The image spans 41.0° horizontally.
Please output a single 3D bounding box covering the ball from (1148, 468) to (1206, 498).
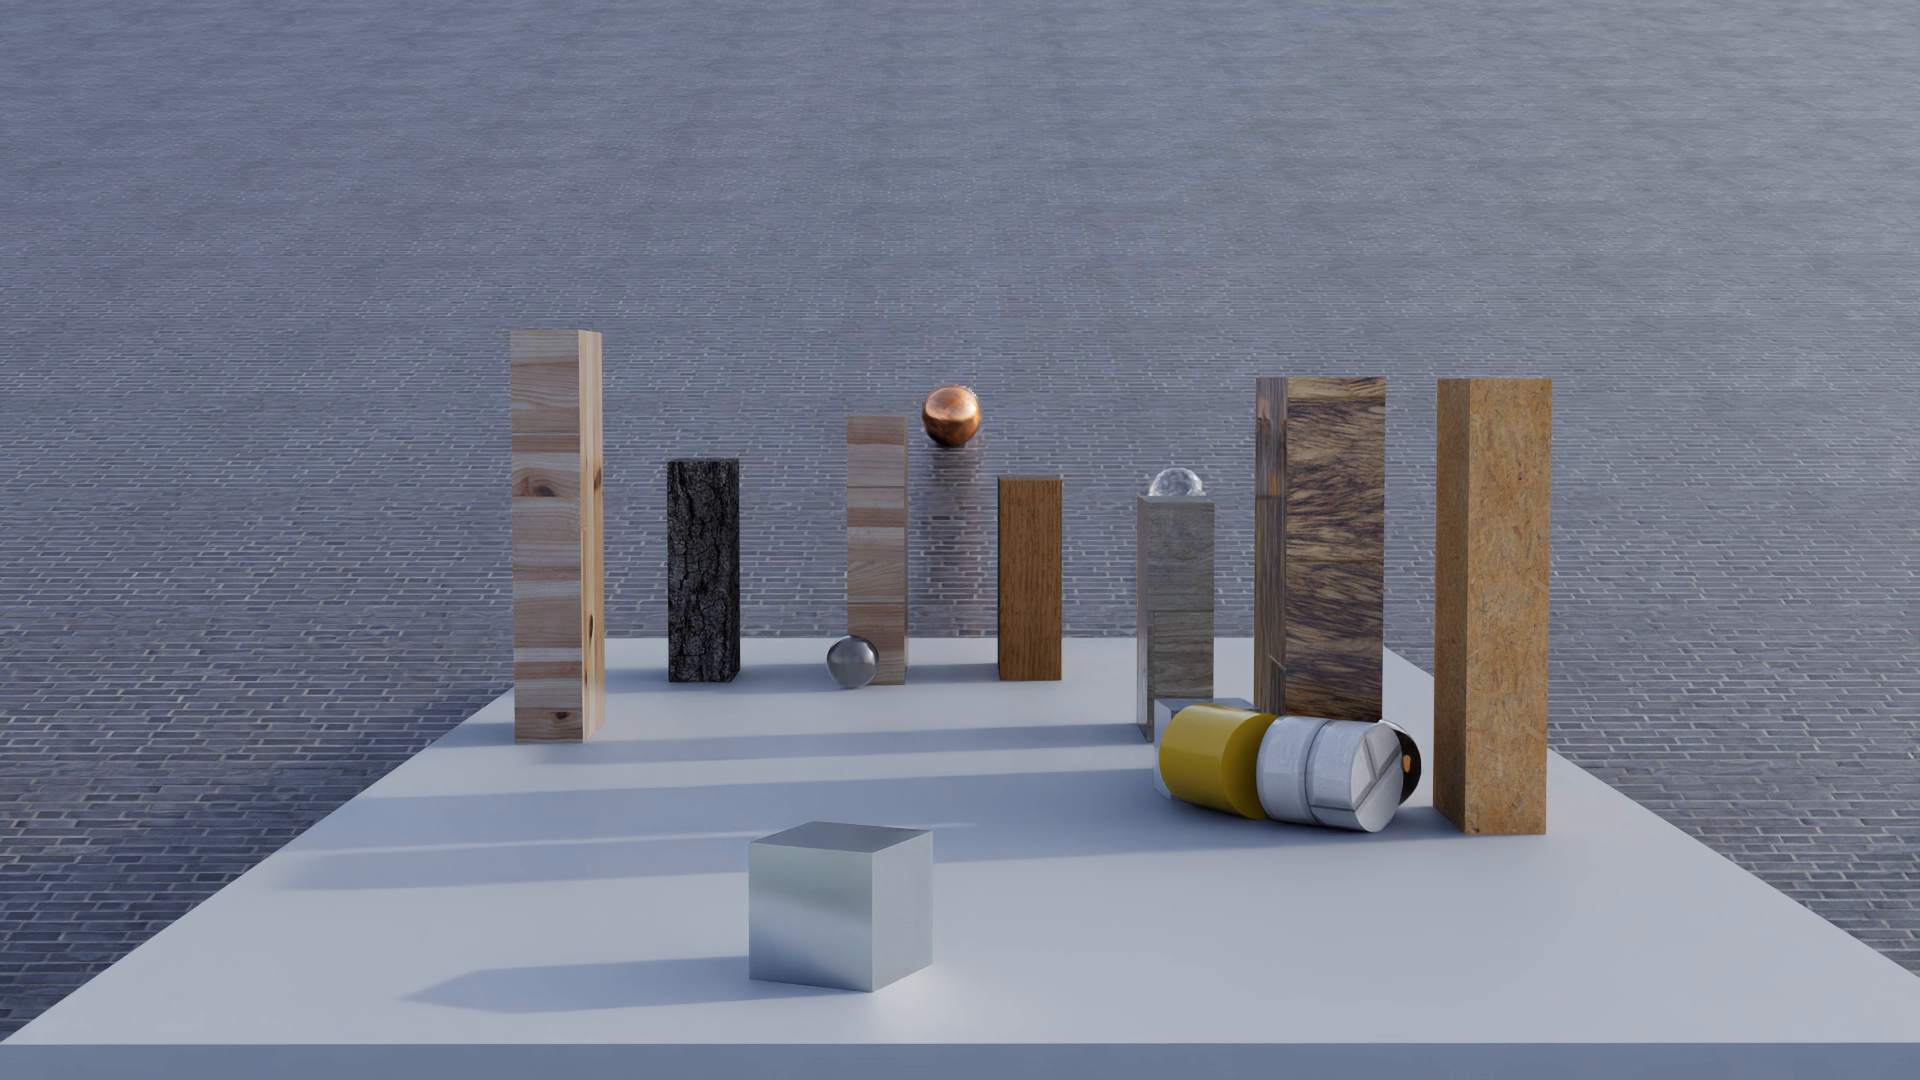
[{"bbox_3d":[0.643,-0.132,7.607,0.169,0.169,0.169,0,20,0],"label":"ball"}]

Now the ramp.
[{"bbox_3d":[0.047,0.423,4.534,2.000,0.100,4.000,0,4,0],"label":"ramp"}]

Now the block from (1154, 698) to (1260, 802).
[{"bbox_3d":[0.391,0.330,4.068,0.142,0.142,0.142,0,4,-6],"label":"block"}]

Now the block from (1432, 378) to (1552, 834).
[{"bbox_3d":[0.785,0.089,3.804,0.117,0.656,0.249,0,4,0],"label":"block"}]

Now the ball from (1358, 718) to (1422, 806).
[{"bbox_3d":[0.628,0.341,3.890,0.142,0.142,0.142,0,20,0],"label":"ball"}]

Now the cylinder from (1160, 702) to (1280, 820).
[{"bbox_3d":[0.412,0.334,3.893,0.158,0.158,0.158,-12,9,-30],"label":"cylinder"}]

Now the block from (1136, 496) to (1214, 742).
[{"bbox_3d":[0.398,0.141,4.763,0.120,0.434,0.266,0,4,0],"label":"block"}]

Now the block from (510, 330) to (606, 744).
[{"bbox_3d":[-0.743,-0.014,4.763,0.123,0.744,0.296,0,4,0],"label":"block"}]

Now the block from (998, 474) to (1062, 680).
[{"bbox_3d":[0.154,0.078,5.761,0.134,0.436,0.346,0,4,0],"label":"block"}]

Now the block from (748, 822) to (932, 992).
[{"bbox_3d":[-0.131,0.403,2.839,0.151,0.151,0.151,2,4,25],"label":"block"}]

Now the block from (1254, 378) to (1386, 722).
[{"bbox_3d":[0.575,0.067,4.152,0.150,0.658,0.417,0,4,0],"label":"block"}]

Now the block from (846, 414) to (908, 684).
[{"bbox_3d":[-0.181,0.010,5.727,0.123,0.576,0.448,0,4,0],"label":"block"}]

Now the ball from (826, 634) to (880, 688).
[{"bbox_3d":[-0.228,0.258,5.461,0.114,0.114,0.114,0,20,0],"label":"ball"}]

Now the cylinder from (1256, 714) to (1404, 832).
[{"bbox_3d":[0.543,0.341,3.767,0.158,0.158,0.158,3,18,38],"label":"cylinder"}]

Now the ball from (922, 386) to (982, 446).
[{"bbox_3d":[-0.027,-0.401,8.311,0.192,0.192,0.192,0,20,0],"label":"ball"}]

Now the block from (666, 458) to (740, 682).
[{"bbox_3d":[-0.565,0.062,5.678,0.135,0.479,0.245,0,4,0],"label":"block"}]
